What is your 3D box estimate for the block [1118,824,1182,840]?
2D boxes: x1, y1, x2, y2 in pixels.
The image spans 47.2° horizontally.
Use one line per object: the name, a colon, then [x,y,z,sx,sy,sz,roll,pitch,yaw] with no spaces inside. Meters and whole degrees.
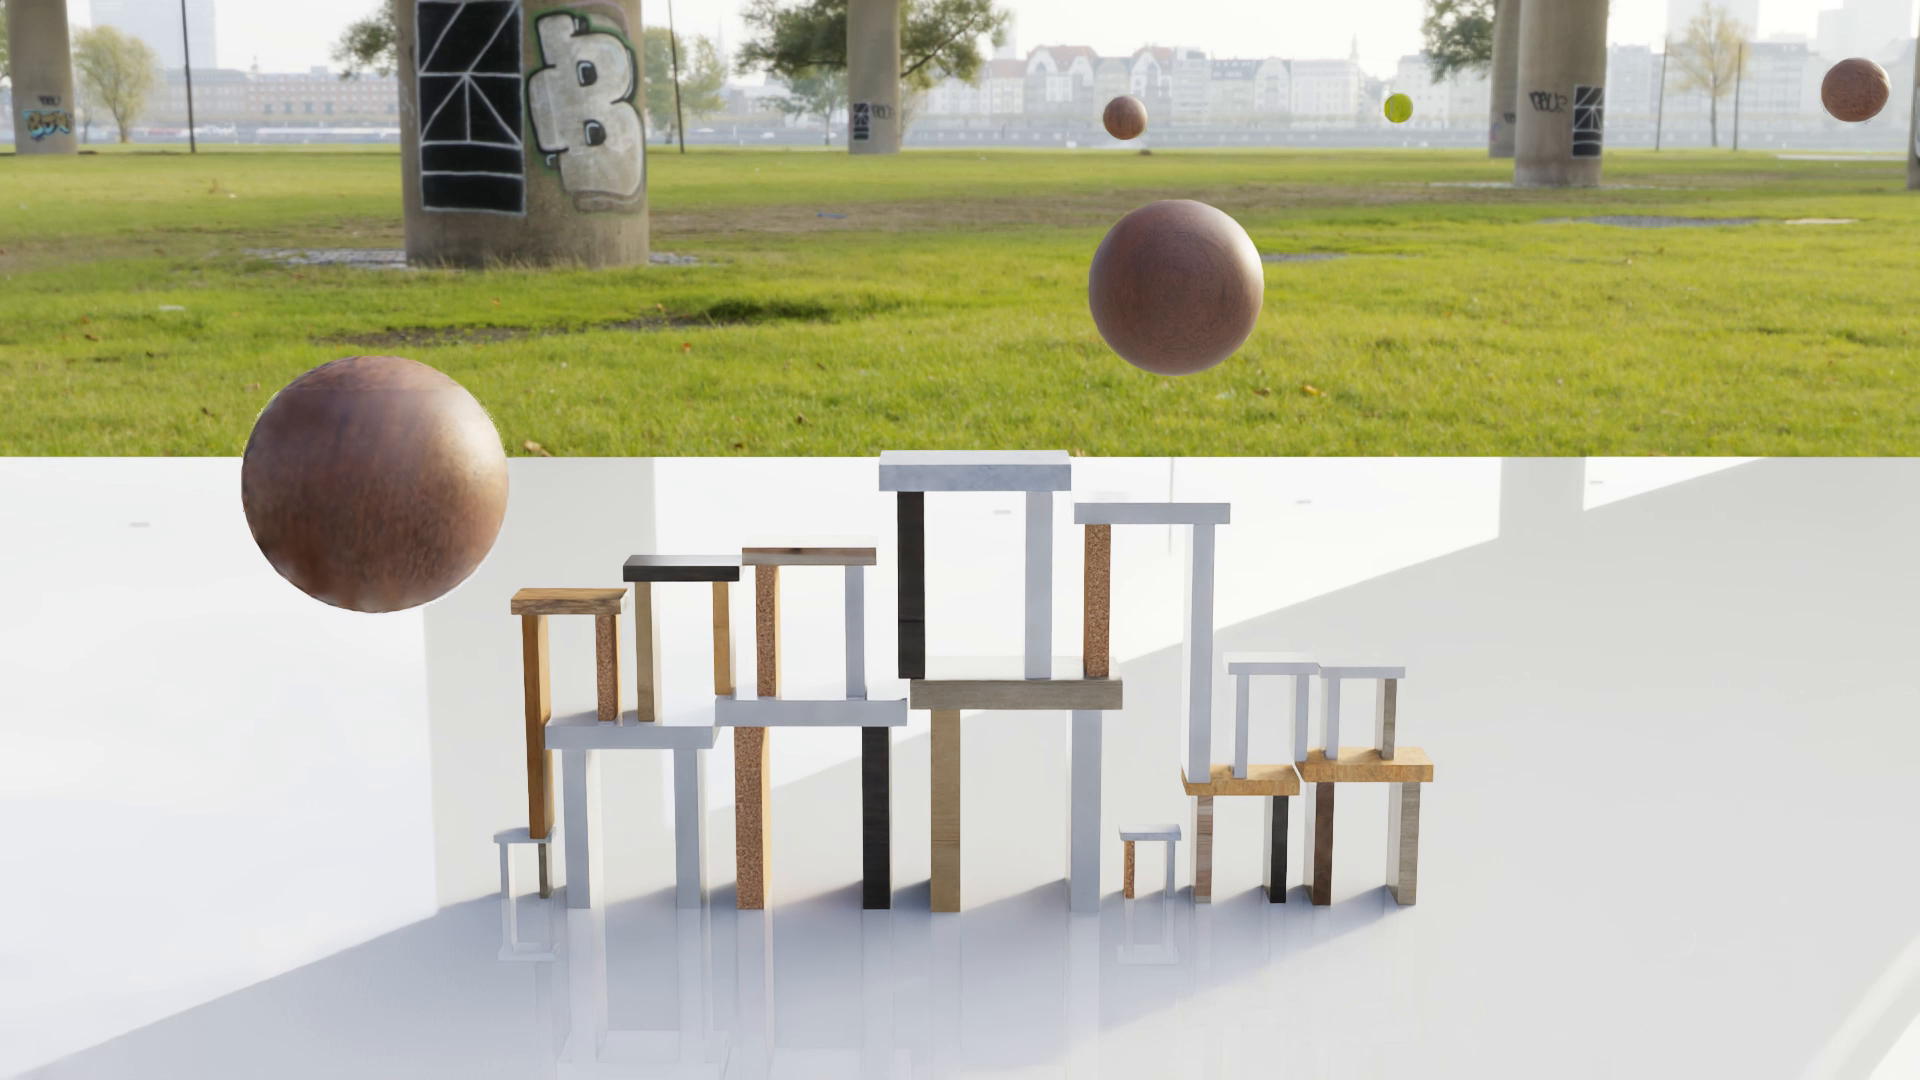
block: [0.315,0.485,3.650,0.100,0.014,0.050,0,11,0]

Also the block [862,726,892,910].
block: [-0.137,0.438,3.642,0.044,0.309,0.154,0,11,0]

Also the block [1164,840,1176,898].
block: [0.348,0.541,3.660,0.014,0.100,0.050,0,11,0]

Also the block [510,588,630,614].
block: [-0.634,0.100,3.581,0.177,0.025,0.089,0,11,0]

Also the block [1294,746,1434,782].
block: [0.664,0.370,3.624,0.210,0.030,0.105,0,11,0]

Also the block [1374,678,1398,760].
block: [0.700,0.286,3.617,0.020,0.138,0.069,0,11,0]

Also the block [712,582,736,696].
block: [-0.385,0.151,3.592,0.027,0.187,0.094,0,11,0]

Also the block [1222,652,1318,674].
block: [0.507,0.201,3.595,0.146,0.021,0.073,0,11,0]

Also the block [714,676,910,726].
block: [-0.239,0.265,3.610,0.309,0.044,0.154,0,11,0]

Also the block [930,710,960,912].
block: [-0.023,0.423,3.635,0.048,0.340,0.170,0,11,0]

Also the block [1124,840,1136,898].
block: [0.282,0.541,3.660,0.014,0.100,0.050,0,11,0]

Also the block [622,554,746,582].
block: [-0.447,0.046,3.572,0.187,0.027,0.094,0,11,0]

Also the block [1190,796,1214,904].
block: [0.401,0.499,3.651,0.026,0.185,0.092,0,11,0]

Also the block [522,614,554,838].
block: [-0.693,0.297,3.618,0.025,0.377,0.089,0,11,0]

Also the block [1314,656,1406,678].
block: [0.654,0.209,3.603,0.138,0.020,0.069,0,11,0]

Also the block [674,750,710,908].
block: [-0.444,0.458,3.640,0.038,0.270,0.135,0,11,0]

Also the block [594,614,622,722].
block: [-0.575,0.199,3.600,0.025,0.177,0.089,0,11,0]

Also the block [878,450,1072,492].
block: [0.023,-0.112,3.536,0.304,0.043,0.152,0,11,0]

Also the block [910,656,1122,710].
block: [0.090,0.232,3.599,0.340,0.048,0.170,0,11,0]

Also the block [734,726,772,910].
block: [-0.342,0.438,3.642,0.044,0.309,0.154,0,11,0]

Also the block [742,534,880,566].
block: [-0.241,0.016,3.565,0.215,0.030,0.108,0,11,0]

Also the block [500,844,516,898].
block: [-0.753,0.543,3.660,0.014,0.095,0.048,0,11,0]

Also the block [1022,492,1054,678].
block: [0.125,0.059,3.568,0.043,0.304,0.152,0,11,0]

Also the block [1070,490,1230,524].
block: [0.305,-0.053,3.549,0.248,0.035,0.124,0,11,0]

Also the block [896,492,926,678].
block: [-0.078,0.059,3.568,0.043,0.304,0.152,0,11,0]

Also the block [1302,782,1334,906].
block: [0.594,0.488,3.646,0.030,0.210,0.105,0,11,0]

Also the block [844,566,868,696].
block: [-0.169,0.137,3.588,0.030,0.215,0.108,0,11,0]

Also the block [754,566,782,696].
block: [-0.313,0.137,3.588,0.030,0.215,0.108,0,11,0]

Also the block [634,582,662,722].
block: [-0.509,0.172,3.596,0.027,0.231,0.094,0,11,0]

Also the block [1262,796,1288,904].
block: [0.524,0.499,3.651,0.026,0.185,0.092,0,11,0]

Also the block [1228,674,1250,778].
block: [0.459,0.297,3.613,0.021,0.175,0.073,0,11,0]

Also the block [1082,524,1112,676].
block: [0.222,0.086,3.575,0.035,0.248,0.124,0,11,0]

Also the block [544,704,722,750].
block: [-0.534,0.307,3.612,0.270,0.038,0.135,0,11,0]

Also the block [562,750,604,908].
block: [-0.624,0.458,3.640,0.038,0.270,0.135,0,11,0]

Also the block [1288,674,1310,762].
block: [0.556,0.283,3.610,0.021,0.146,0.073,0,11,0]

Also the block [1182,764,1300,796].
block: [0.462,0.396,3.632,0.184,0.026,0.092,0,11,0]

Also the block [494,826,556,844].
block: [-0.722,0.490,3.650,0.095,0.014,0.048,0,11,0]

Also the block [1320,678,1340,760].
block: [0.608,0.286,3.617,0.020,0.138,0.069,0,11,0]

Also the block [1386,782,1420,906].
block: [0.734,0.488,3.646,0.030,0.210,0.105,0,11,0]

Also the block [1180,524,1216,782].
block: [0.388,0.173,3.592,0.035,0.426,0.124,0,11,0]

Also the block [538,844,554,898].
block: [-0.690,0.543,3.660,0.014,0.095,0.048,0,11,0]

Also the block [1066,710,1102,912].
block: [0.203,0.423,3.635,0.048,0.340,0.170,0,11,0]
